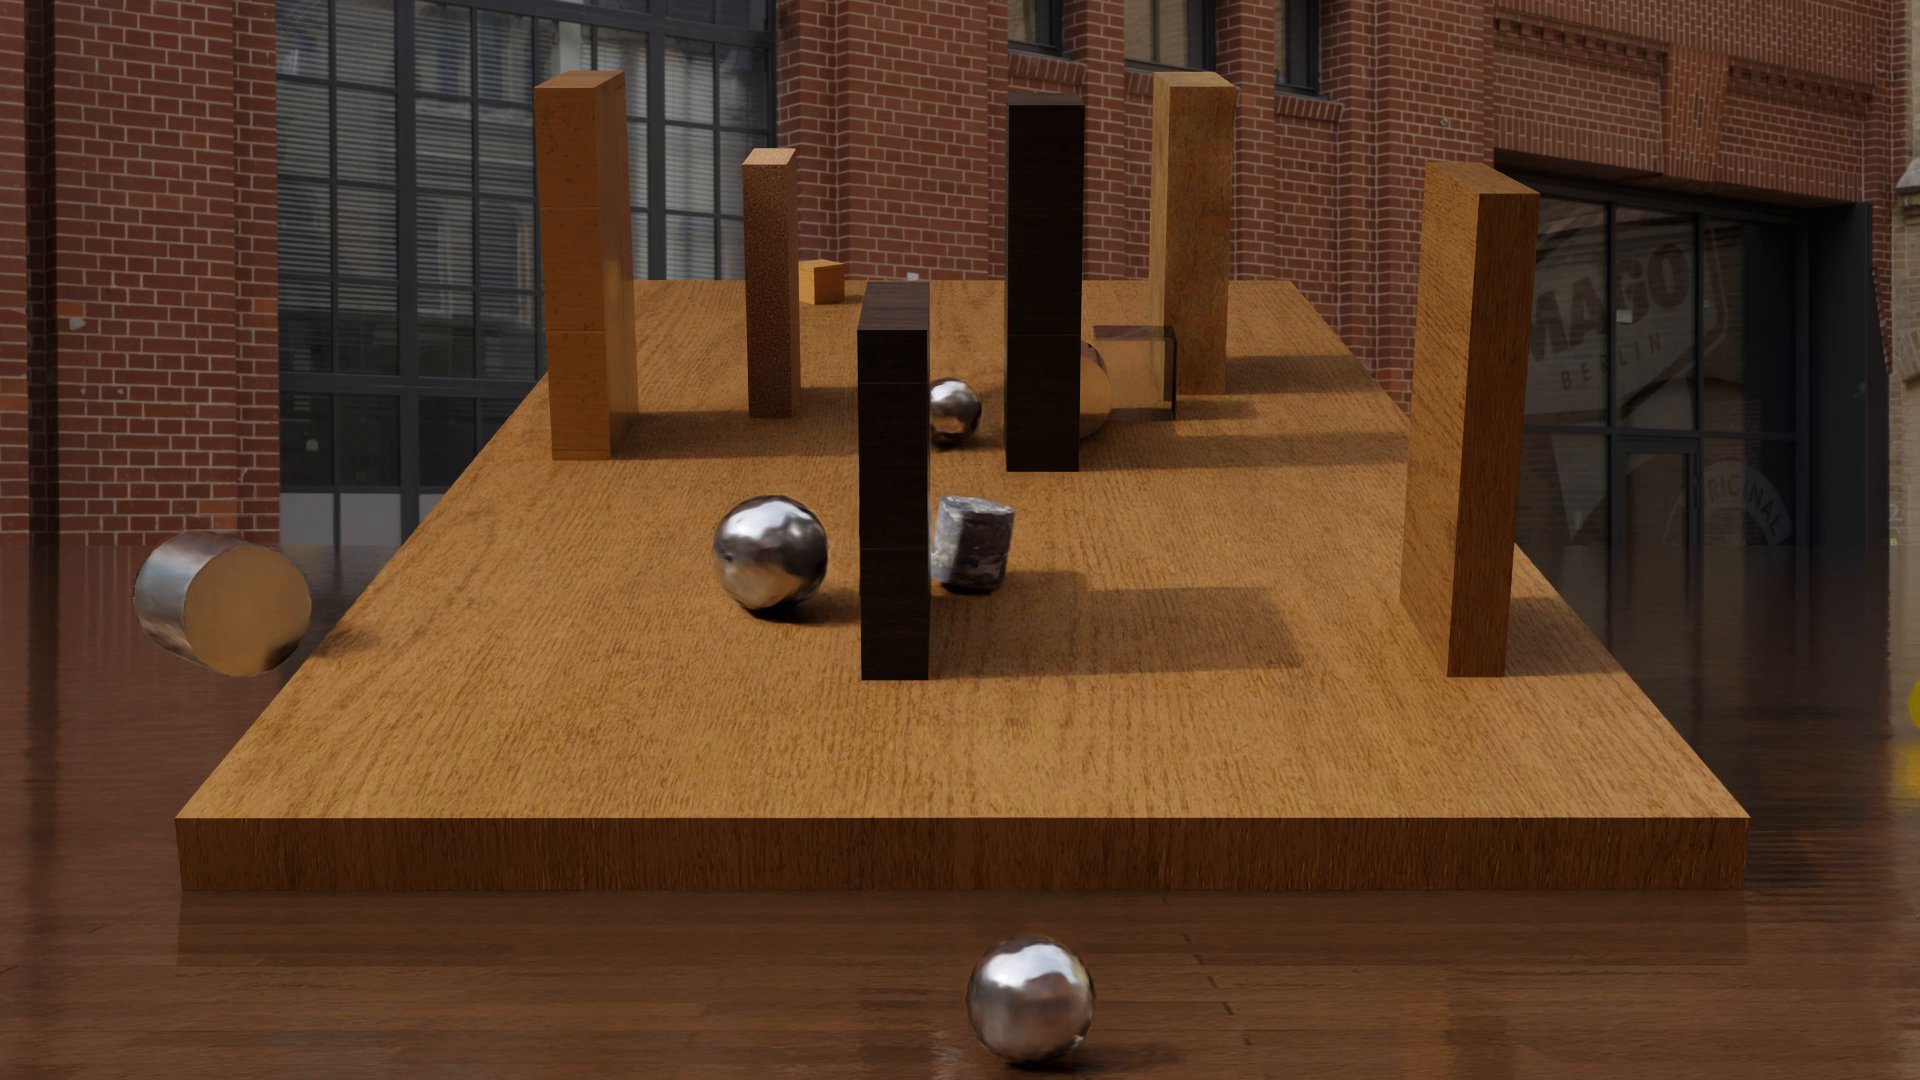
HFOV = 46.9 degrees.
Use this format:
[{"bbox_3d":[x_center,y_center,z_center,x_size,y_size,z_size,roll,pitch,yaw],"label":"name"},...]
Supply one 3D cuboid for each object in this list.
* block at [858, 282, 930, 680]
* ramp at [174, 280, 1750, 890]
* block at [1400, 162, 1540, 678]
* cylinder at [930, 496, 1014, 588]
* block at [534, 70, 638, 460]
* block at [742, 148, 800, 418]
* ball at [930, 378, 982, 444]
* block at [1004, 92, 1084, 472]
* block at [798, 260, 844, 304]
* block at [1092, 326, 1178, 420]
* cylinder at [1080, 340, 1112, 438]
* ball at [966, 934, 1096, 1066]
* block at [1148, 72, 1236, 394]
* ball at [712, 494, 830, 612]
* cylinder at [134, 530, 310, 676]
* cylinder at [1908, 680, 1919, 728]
[{"bbox_3d":[-0.098,-0.102,3.412,0.099,0.529,0.402,0,16,0],"label":"block"},{"bbox_3d":[-0.002,-0.166,4.741,2.000,0.100,4.000,0,16,0],"label":"ramp"},{"bbox_3d":[0.771,-0.192,3.383,0.086,0.721,0.366,0,16,0],"label":"block"},{"bbox_3d":[0.020,0.003,3.730,0.128,0.128,0.128,8,12,-2],"label":"cylinder"},{"bbox_3d":[-0.779,-0.585,4.652,0.119,0.754,0.425,0,16,0],"label":"block"},{"bbox_3d":[-0.422,-0.583,4.988,0.096,0.560,0.304,0,16,0],"label":"block"},{"bbox_3d":[-0.024,-0.273,4.679,0.140,0.140,0.140,0,0,0],"label":"ball"},{"bbox_3d":[0.167,-0.525,4.492,0.146,0.730,0.262,0,16,0],"label":"block"},{"bbox_3d":[-0.403,-0.736,6.309,0.105,0.105,0.105,-13,21,-37],"label":"block"},{"bbox_3d":[0.389,-0.376,4.961,0.179,0.179,0.179,0,16,1],"label":"block"},{"bbox_3d":[0.230,-0.329,4.786,0.189,0.189,0.189,0,16,1],"label":"cylinder"},{"bbox_3d":[0.060,0.393,1.893,0.111,0.111,0.111,0,0,0],"label":"ball"},{"bbox_3d":[0.542,-0.734,5.247,0.146,0.705,0.415,0,16,0],"label":"block"},{"bbox_3d":[-0.306,0.022,3.588,0.192,0.192,0.192,0,0,0],"label":"ball"},{"bbox_3d":[-1.151,0.097,3.453,0.202,0.202,0.202,0,7,-40],"label":"cylinder"},{"bbox_3d":[2.243,0.371,5.019,0.153,0.153,0.153,0,0,31],"label":"cylinder"}]
